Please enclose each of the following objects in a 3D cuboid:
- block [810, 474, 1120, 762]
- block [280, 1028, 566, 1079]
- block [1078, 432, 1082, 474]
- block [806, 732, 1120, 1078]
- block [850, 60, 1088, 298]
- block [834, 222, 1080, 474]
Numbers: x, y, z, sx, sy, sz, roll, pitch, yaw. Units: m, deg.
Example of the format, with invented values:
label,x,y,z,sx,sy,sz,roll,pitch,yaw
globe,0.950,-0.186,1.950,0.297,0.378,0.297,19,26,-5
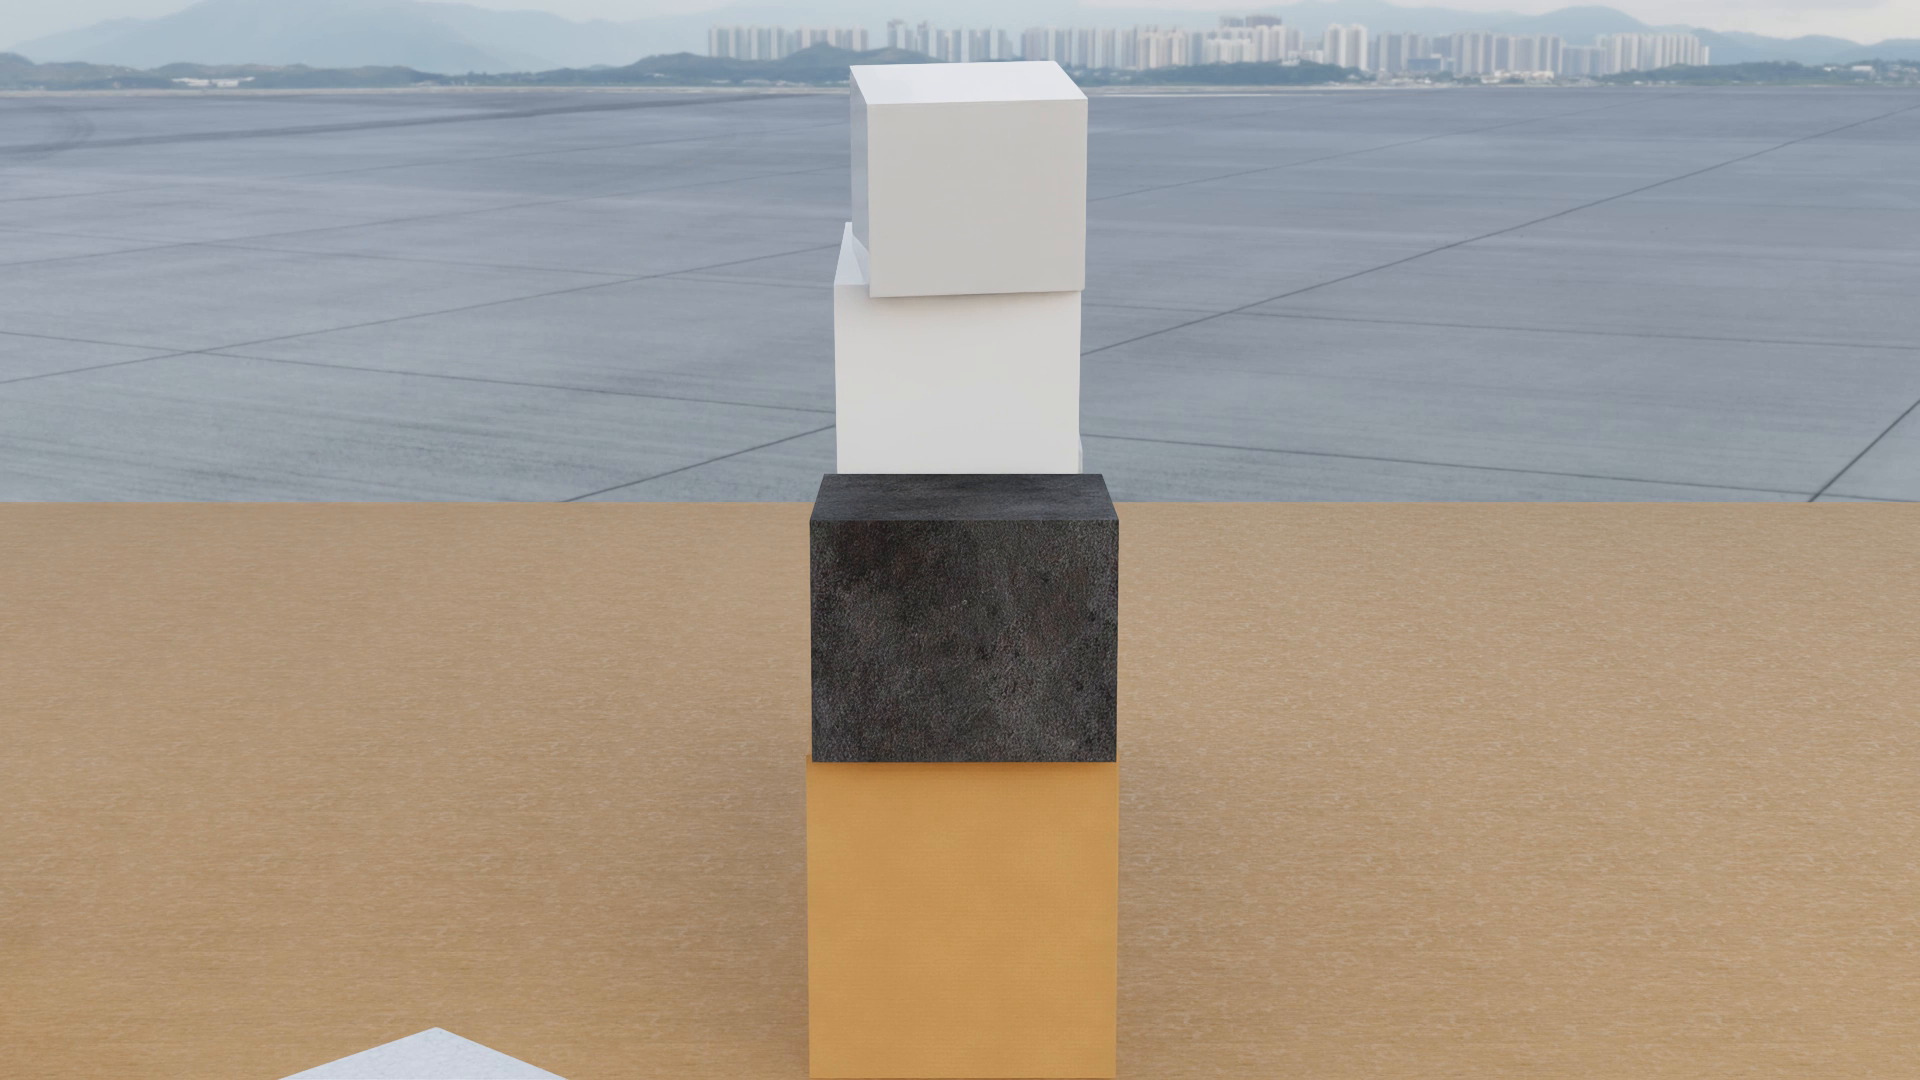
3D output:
label,x,y,z,sx,sy,sz,roll,pitch,yaw
block,0.013,0.256,9.199,1.041,0.841,1.014,0,10,0
block,-1.528,1.899,6.931,0.751,0.784,0.876,9,14,41
block,0.023,-0.018,11.166,0.964,1.029,0.990,0,17,0
block,0.008,1.238,9.452,1.084,1.182,0.961,0,10,0
block,0.018,-1.352,9.529,0.787,0.702,0.737,-3,21,-7
block,-0.007,-0.673,10.040,0.909,0.933,0.947,0,21,0
